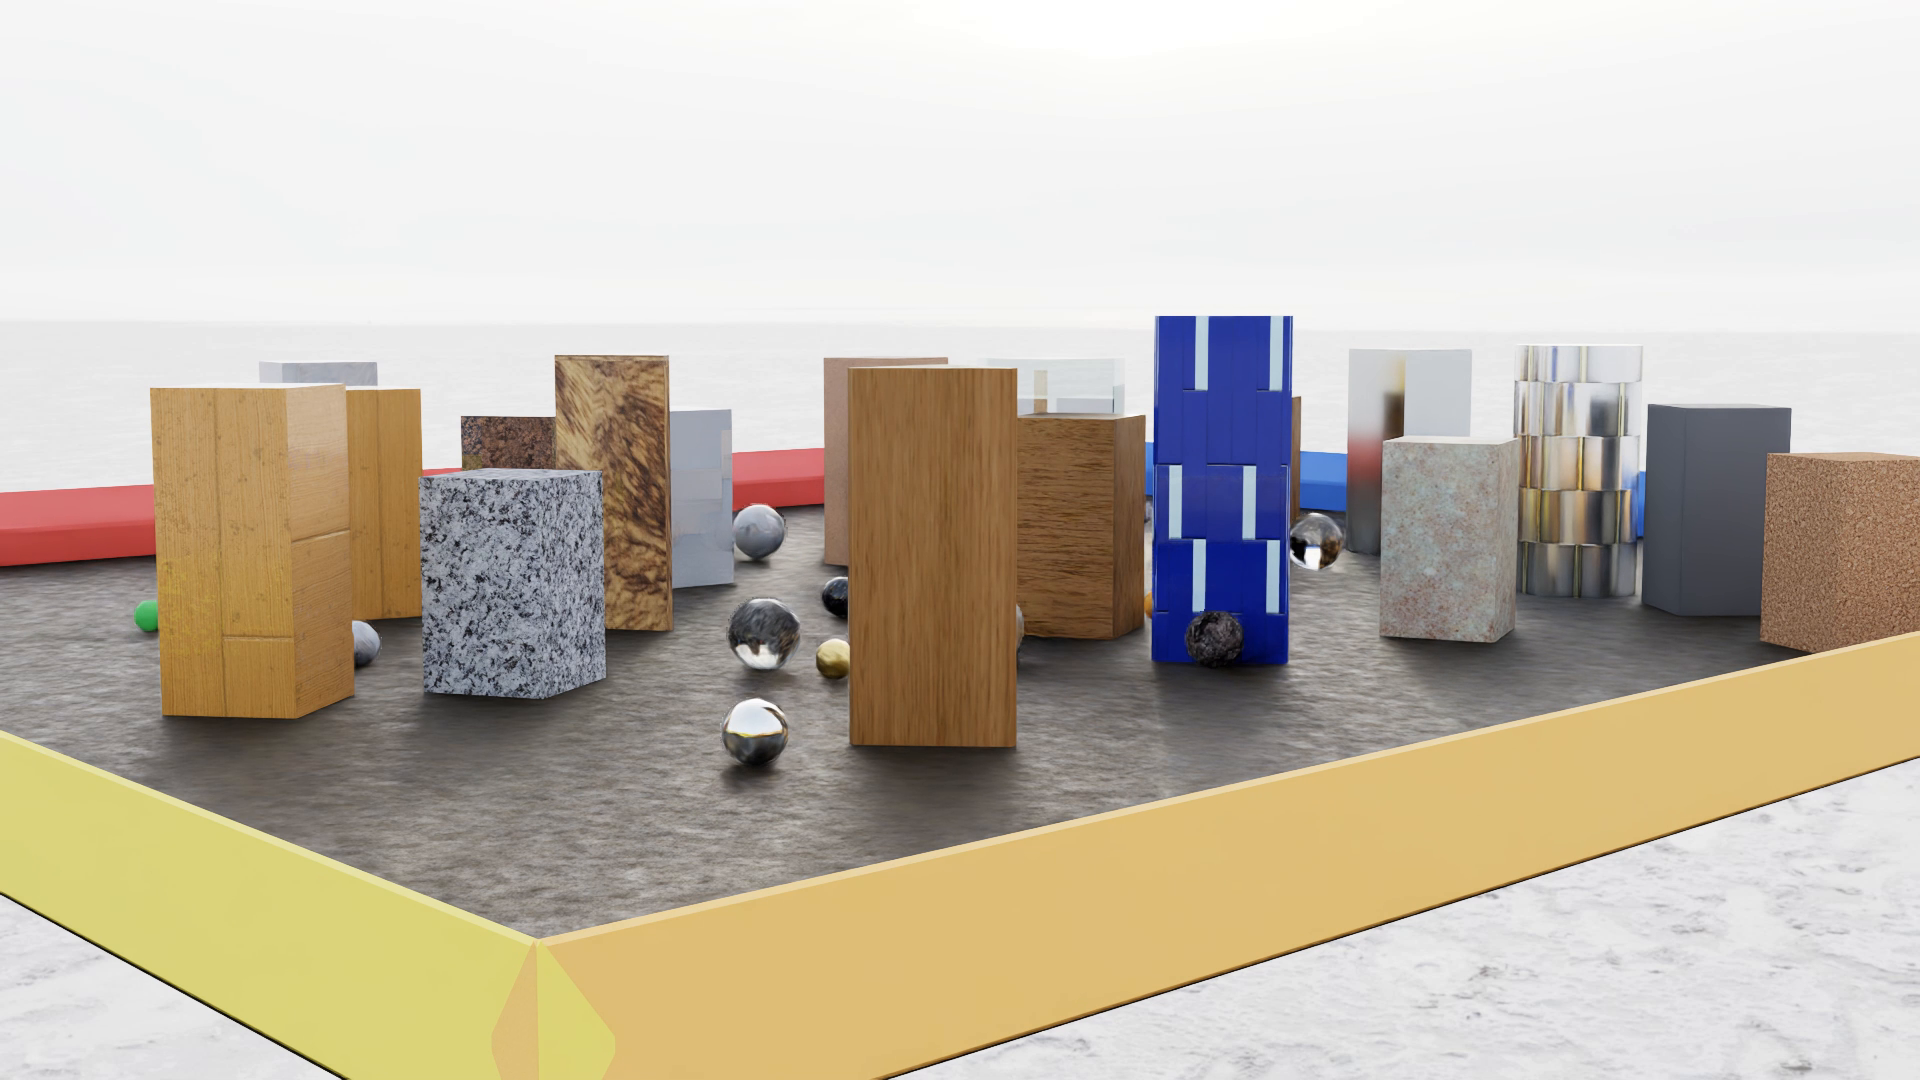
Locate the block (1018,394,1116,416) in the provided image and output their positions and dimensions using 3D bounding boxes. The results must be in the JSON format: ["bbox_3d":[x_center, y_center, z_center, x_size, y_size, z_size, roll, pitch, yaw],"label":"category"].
[{"bbox_3d":[0.219,-0.161,4.509,0.156,0.270,0.156,3,7,24],"label":"block"}]

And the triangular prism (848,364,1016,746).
[{"bbox_3d":[-0.022,0.011,2.308,0.169,0.386,0.146,0,6,4],"label":"triangular prism"}]

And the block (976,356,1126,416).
[{"bbox_3d":[0.135,-0.085,3.289,0.156,0.373,0.156,-5,8,-40],"label":"block"}]

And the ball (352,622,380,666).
[{"bbox_3d":[-0.756,0.130,2.753,0.056,0.056,0.056,0,6,0],"label":"ball"}]

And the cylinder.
[{"bbox_3d":[0.974,-0.114,3.481,0.195,0.389,0.195,0,6,0],"label":"cylinder"}]

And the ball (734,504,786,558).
[{"bbox_3d":[-0.362,-0.015,3.950,0.096,0.096,0.096,0,6,0],"label":"ball"}]

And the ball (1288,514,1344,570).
[{"bbox_3d":[0.607,0.003,3.767,0.097,0.097,0.097,0,6,0],"label":"ball"}]

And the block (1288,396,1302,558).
[{"bbox_3d":[0.519,-0.114,3.972,0.156,0.288,0.156,2,6,23],"label":"block"}]

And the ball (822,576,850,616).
[{"bbox_3d":[-0.172,0.083,3.198,0.058,0.058,0.058,0,6,0],"label":"ball"}]

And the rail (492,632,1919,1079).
[{"bbox_3d":[0.999,0.146,2.255,3.341,0.126,0.045,-5,8,-42],"label":"rail"}]

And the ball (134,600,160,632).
[{"bbox_3d":[-1.121,0.105,3.047,0.044,0.044,0.044,0,6,0],"label":"ball"}]

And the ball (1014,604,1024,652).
[{"bbox_3d":[0.034,0.110,2.765,0.094,0.094,0.094,0,6,0],"label":"ball"}]

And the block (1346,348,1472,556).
[{"bbox_3d":[0.819,-0.162,4.018,0.156,0.373,0.156,-3,7,-29],"label":"block"}]

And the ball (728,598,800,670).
[{"bbox_3d":[-0.242,0.117,2.722,0.089,0.089,0.089,0,6,0],"label":"ball"}]

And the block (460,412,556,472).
[{"bbox_3d":[-0.715,-0.071,3.627,0.156,0.274,0.156,1,6,11],"label":"block"}]

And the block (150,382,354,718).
[{"bbox_3d":[-0.791,0.007,2.471,0.156,0.360,0.156,1,6,8],"label":"block"}]

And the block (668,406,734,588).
[{"bbox_3d":[-0.480,-0.073,3.593,0.156,0.284,0.156,-5,8,-39],"label":"block"}]

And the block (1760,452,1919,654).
[{"bbox_3d":[1.176,0.016,2.901,0.156,0.253,0.156,-2,6,-15],"label":"block"}]

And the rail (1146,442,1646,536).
[{"bbox_3d":[1.210,-0.083,4.443,0.045,0.126,2.993,-5,8,-42],"label":"rail"}]

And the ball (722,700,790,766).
[{"bbox_3d":[-0.200,0.188,2.151,0.065,0.065,0.065,0,6,0],"label":"ball"}]

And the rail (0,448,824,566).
[{"bbox_3d":[-0.999,-0.080,4.408,3.341,0.126,0.045,-5,8,-42],"label":"rail"}]

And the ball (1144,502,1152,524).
[{"bbox_3d":[0.375,-0.057,4.564,0.051,0.051,0.051,0,6,0],"label":"ball"}]

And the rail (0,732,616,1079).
[{"bbox_3d":[-1.210,0.149,2.221,0.045,0.126,2.993,-5,8,-42],"label":"rail"}]

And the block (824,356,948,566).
[{"bbox_3d":[-0.129,-0.140,3.868,0.156,0.361,0.156,4,7,35],"label":"block"}]

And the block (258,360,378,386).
[{"bbox_3d":[-1.072,-0.120,3.690,0.156,0.358,0.156,-4,7,-31],"label":"block"}]

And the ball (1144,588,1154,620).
[{"bbox_3d":[0.287,0.093,3.133,0.051,0.051,0.051,0,6,0],"label":"ball"}]

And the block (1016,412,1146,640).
[{"bbox_3d":[0.161,-0.024,3.058,0.156,0.298,0.156,2,6,20],"label":"block"}]

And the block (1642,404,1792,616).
[{"bbox_3d":[1.123,-0.049,3.273,0.156,0.303,0.156,0,6,-3],"label":"block"}]

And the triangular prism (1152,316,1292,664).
[{"bbox_3d":[0.338,-0.070,2.837,0.169,0.437,0.146,1,6,7],"label":"triangular prism"}]

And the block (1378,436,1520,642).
[{"bbox_3d":[0.677,-0.005,3.037,0.156,0.266,0.156,3,7,24],"label":"block"}]

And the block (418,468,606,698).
[{"bbox_3d":[-0.528,0.047,2.607,0.156,0.251,0.156,2,6,18],"label":"block"}]

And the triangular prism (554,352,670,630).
[{"bbox_3d":[-0.466,-0.073,3.131,0.169,0.382,0.146,2,6,14],"label":"triangular prism"}]

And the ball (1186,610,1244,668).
[{"bbox_3d":[0.319,0.123,2.739,0.072,0.072,0.072,0,6,0],"label":"ball"}]

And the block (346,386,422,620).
[{"bbox_3d":[-0.884,-0.057,3.221,0.156,0.331,0.156,-3,7,-29],"label":"block"}]

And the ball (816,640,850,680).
[{"bbox_3d":[-0.150,0.144,2.651,0.049,0.049,0.049,0,6,0],"label":"ball"}]
